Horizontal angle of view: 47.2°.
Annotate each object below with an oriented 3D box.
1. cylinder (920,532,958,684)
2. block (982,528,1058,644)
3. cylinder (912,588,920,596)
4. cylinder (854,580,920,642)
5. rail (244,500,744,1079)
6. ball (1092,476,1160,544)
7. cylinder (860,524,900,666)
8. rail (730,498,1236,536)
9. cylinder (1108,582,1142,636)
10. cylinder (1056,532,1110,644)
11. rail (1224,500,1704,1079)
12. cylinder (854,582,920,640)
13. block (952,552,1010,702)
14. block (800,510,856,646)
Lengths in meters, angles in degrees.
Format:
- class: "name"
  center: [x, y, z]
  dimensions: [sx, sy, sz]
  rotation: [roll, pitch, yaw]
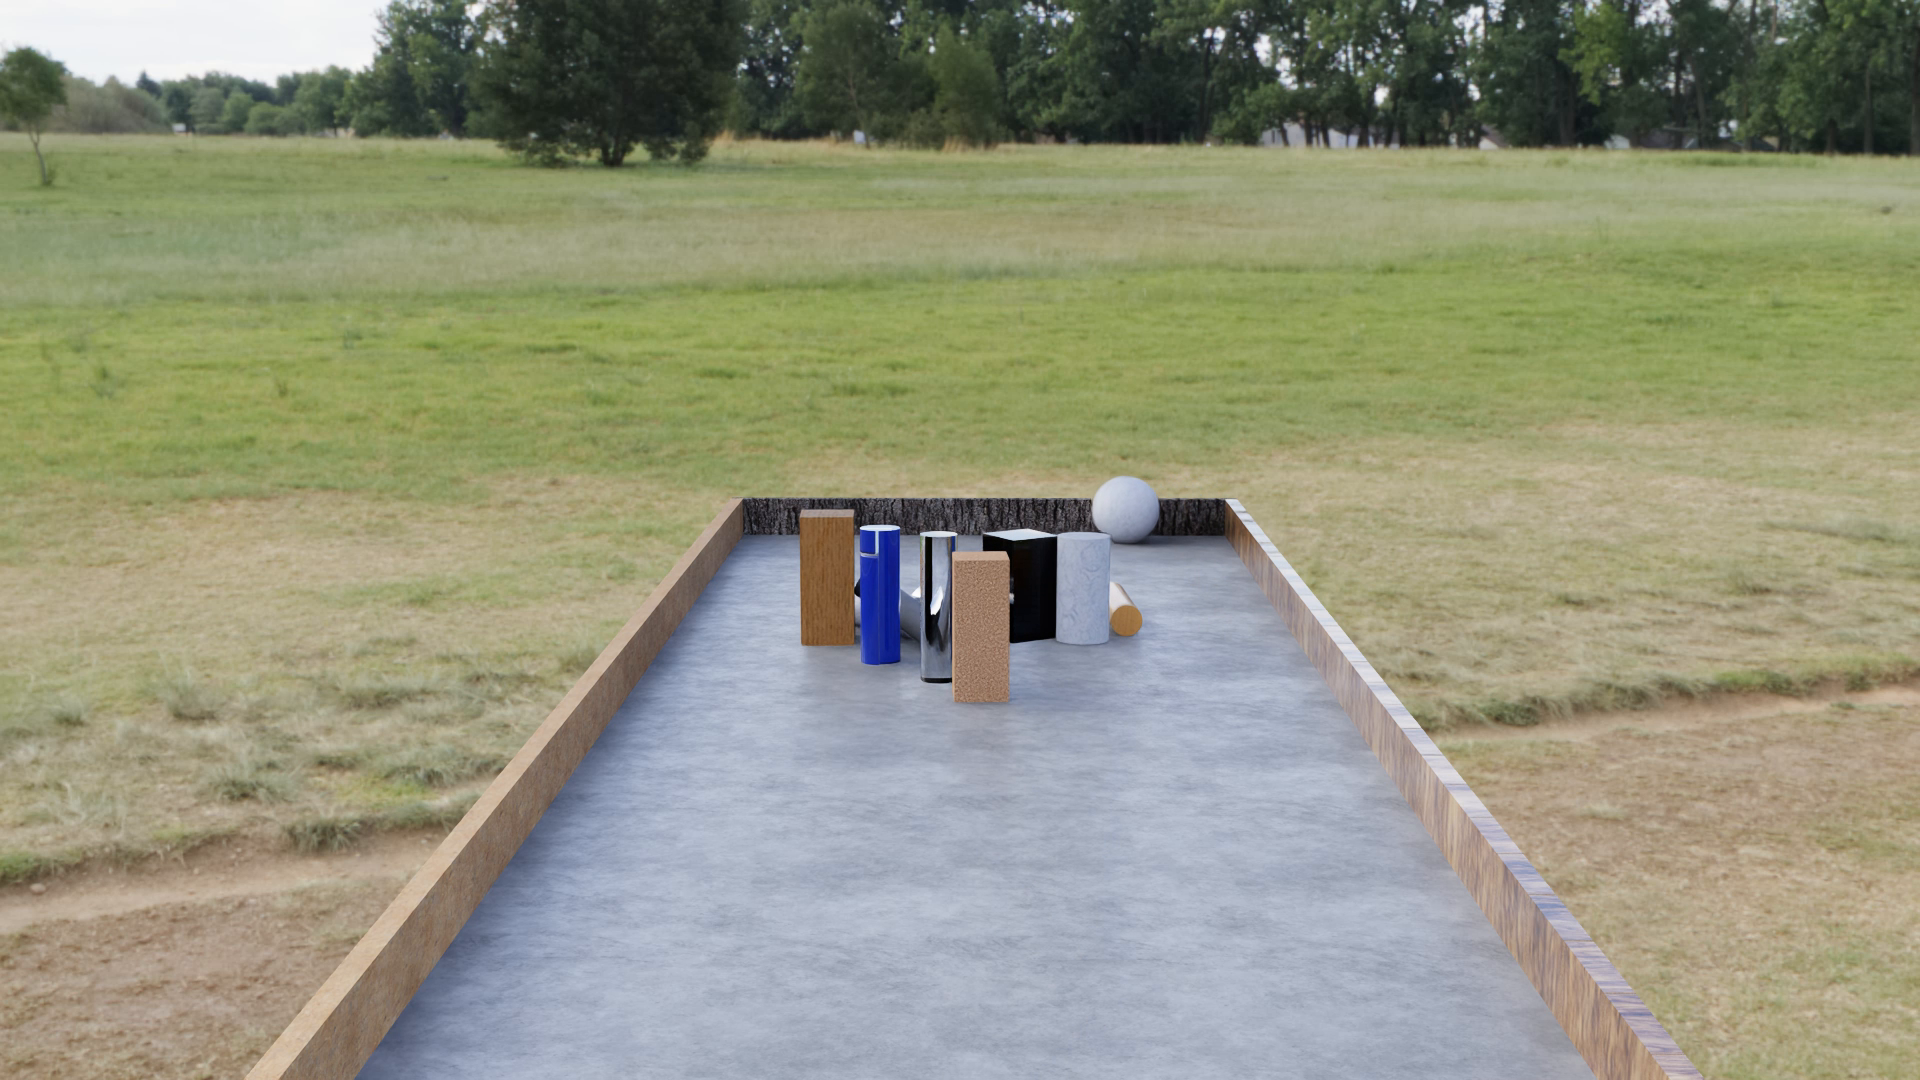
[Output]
- class: "cylinder"
  center: [-0.061, 0.196, 6.400]
  dimensions: [0.108, 0.431, 0.108]
  rotation: [0, 9, 0]
- class: "block"
  center: [0.194, 0.145, 7.039]
  dimensions: [0.175, 0.330, 0.175]
  rotation: [-6, 11, -33]
- class: "cylinder"
  center: [-0.005, 0.237, 7.075]
  dimensions: [0.137, 0.137, 0.380]
  rotation: [-6, 11, -32]
- class: "cylinder"
  center: [-0.186, 0.216, 6.906]
  dimensions: [0.309, 0.101, 0.101]
  rotation: [35, 25, 25]
- class: "rail"
  center: [-1.004, 0.839, 3.234]
  dimensions: [0.050, 0.150, 12.000]
  rotation: [0, 9, 1]
- class: "ball"
  center: [0.671, -0.124, 8.911]
  dimensions: [0.276, 0.276, 0.276]
  rotation: [0, 9, 0]
- class: "cylinder"
  center: [-0.241, 0.166, 6.656]
  dimensions: [0.122, 0.409, 0.122]
  rotation: [0, 9, 0]
- class: "rail"
  center: [0.099, -0.098, 9.147]
  dimensions: [2.100, 0.150, 0.050]
  rotation: [0, 9, 1]
- class: "cylinder"
  center: [0.524, 0.225, 7.265]
  dimensions: [0.101, 0.101, 0.429]
  rotation: [0, 9, -3]
- class: "cylinder"
  center: [0.390, 0.152, 6.975]
  dimensions: [0.169, 0.334, 0.169]
  rotation: [0, 8, 0]
- class: "rail"
  center: [1.046, 0.843, 3.208]
  dimensions: [0.050, 0.150, 12.000]
  rotation: [0, 9, 1]
- class: "cylinder"
  center: [-0.256, 0.226, 7.151]
  dimensions: [0.136, 0.136, 0.395]
  rotation: [-7, 11, -38]
- class: "block"
  center: [0.058, 0.243, 6.193]
  dimensions: [0.153, 0.402, 0.153]
  rotation: [0, 9, -3]
- class: "block"
  center: [-0.419, 0.117, 6.968]
  dimensions: [0.168, 0.408, 0.168]
  rotation: [0, 9, -2]
